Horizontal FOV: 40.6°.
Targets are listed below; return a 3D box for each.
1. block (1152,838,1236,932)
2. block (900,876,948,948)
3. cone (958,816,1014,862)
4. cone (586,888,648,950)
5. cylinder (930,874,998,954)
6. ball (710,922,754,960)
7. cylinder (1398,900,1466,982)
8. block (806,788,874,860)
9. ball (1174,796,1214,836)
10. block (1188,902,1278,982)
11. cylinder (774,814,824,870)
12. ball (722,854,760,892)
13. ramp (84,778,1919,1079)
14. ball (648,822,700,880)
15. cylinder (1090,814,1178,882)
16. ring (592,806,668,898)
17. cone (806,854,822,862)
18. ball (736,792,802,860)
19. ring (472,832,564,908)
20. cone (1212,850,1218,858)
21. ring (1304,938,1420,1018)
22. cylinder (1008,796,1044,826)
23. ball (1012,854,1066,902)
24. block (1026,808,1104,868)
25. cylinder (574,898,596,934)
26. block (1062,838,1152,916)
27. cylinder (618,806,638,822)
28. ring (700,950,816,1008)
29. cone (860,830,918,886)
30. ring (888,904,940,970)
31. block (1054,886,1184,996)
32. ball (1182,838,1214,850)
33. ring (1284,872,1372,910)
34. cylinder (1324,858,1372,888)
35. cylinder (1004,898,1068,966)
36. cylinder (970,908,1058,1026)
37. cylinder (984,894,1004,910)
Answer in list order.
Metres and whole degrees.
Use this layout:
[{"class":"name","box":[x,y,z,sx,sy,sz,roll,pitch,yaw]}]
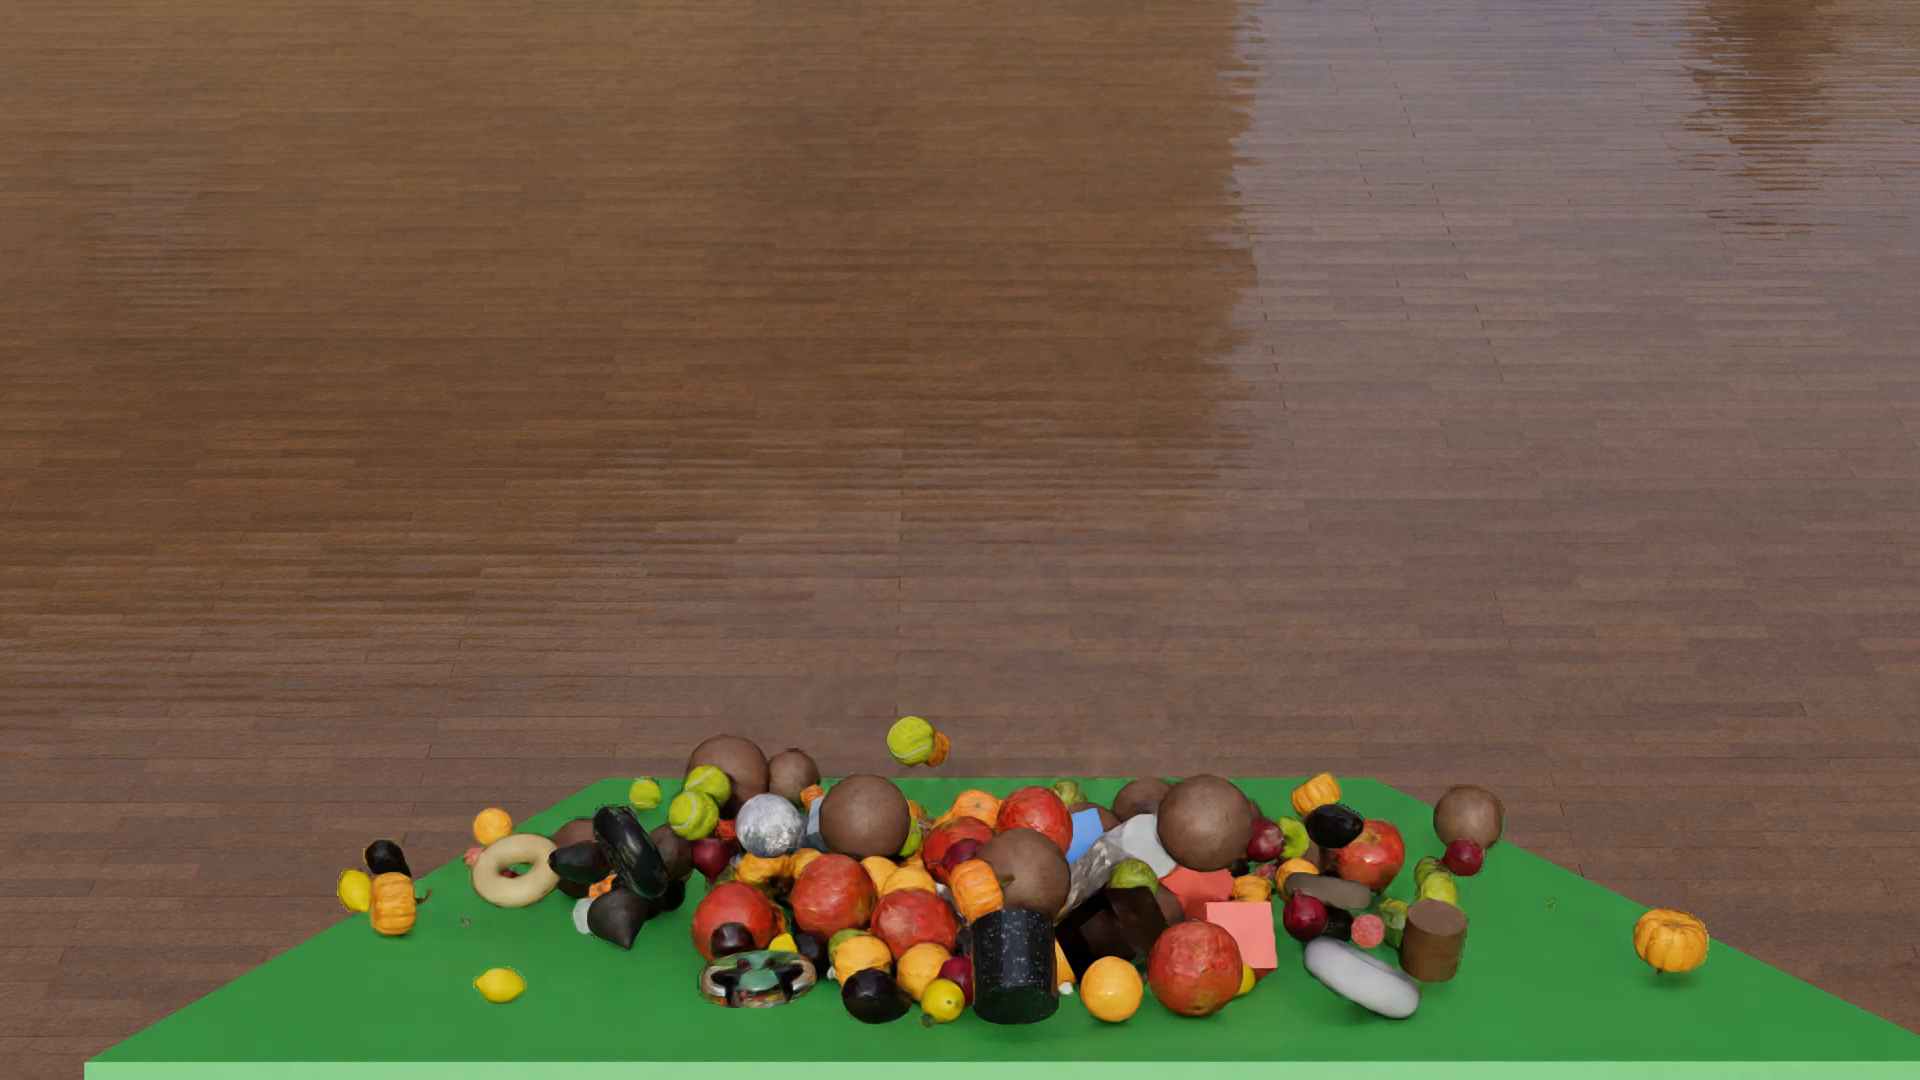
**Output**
[{"class":"block","box":[0.324,0.483,3.635,0.080,0.080,0.080,-37,7,24]},{"class":"block","box":[-0.041,0.509,3.556,0.060,0.060,0.060,18,55,15]},{"class":"cone","box":[0.062,0.564,4.716,0.093,0.093,0.093,28,29,-16]},{"class":"cone","box":[-0.471,0.548,3.622,0.086,0.086,0.086,-10,29,-15]},{"class":"cylinder","box":[0.001,0.499,3.460,0.076,0.076,0.076,44,44,5]},{"class":"ball","box":[-0.293,0.519,3.324,0.058,0.058,0.058,0,33,0]},{"class":"cylinder","box":[0.583,0.494,3.199,0.073,0.073,0.073,4,29,-2]},{"class":"block","box":[-0.203,0.482,4.398,0.077,0.077,0.077,-21,38,25]},{"class":"ball","box":[0.467,0.554,5.189,0.079,0.079,0.079,0,33,0]},{"class":"block","box":[0.343,0.507,3.268,0.085,0.085,0.085,0,70,-12]},{"class":"cylinder","box":[-0.283,0.527,4.537,0.076,0.076,0.076,-21,38,-37]},{"class":"ball","box":[-0.361,0.547,4.265,0.063,0.063,0.063,0,33,0]},{"class":"ramp","box":[0.073,0.636,4.743,2.000,0.100,4.000,0,-1,0]},{"class":"ball","box":[-0.436,0.470,3.918,0.086,0.086,0.086,0,33,0]},{"class":"cylinder","box":[0.241,0.440,3.613,0.092,0.092,0.092,13,61,-25]},{"class":"ring","box":[-0.434,0.411,3.411,0.046,0.139,0.139,-34,44,-20]},{"class":"cone","box":[-0.289,0.531,4.683,0.078,0.078,0.078,-3,59,-5]},{"class":"ball","box":[-0.259,0.386,3.504,0.089,0.089,0.089,0,33,0]},{"class":"ring","box":[-0.643,0.480,3.767,0.134,0.045,0.134,-4,39,3]},{"class":"cone","box":[0.409,0.564,4.356,0.069,0.069,0.069,-4,26,-7]},{"class":"ring","box":[0.470,0.512,3.035,0.146,0.049,0.146,27,1,-1]},{"class":"cylinder","box":[0.122,0.508,4.851,0.052,0.052,0.052,-14,-8,-21]},{"class":"ball","box":[0.119,0.497,3.742,0.086,0.086,0.086,0,33,0]},{"class":"block","box":[0.166,0.468,3.917,0.091,0.091,0.091,-15,77,-18]},{"class":"cylinder","box":[-0.525,0.544,3.757,0.051,0.051,0.051,0,27,-38]},{"class":"block","box":[0.199,0.473,3.490,0.084,0.084,0.084,33,31,-22]},{"class":"cylinder","box":[-0.534,0.458,4.093,0.054,0.054,0.054,-4,42,4]},{"class":"ring","box":[-0.245,0.532,3.142,0.143,0.048,0.143,-4,4,0]},{"class":"cone","box":[-0.118,0.557,4.369,0.099,0.099,0.099,-2,25,-3]},{"class":"ring","box":[-0.060,0.522,3.404,0.031,0.093,0.093,32,25,-22]},{"class":"block","box":[0.192,0.490,3.171,0.094,0.094,0.094,7,48,-49]},{"class":"ball","box":[0.404,0.536,4.415,0.060,0.060,0.060,0,33,0]},{"class":"ring","box":[0.503,0.481,3.550,0.121,0.040,0.121,9,-6,1]},{"class":"cylinder","box":[0.625,0.545,4.185,0.060,0.060,0.060,-7,-3,-11]},{"class":"cylinder","box":[0.102,0.518,3.414,0.083,0.083,0.083,-4,-4,0]},{"class":"cylinder","box":[0.061,0.485,2.941,0.097,0.097,0.097,-1,54,-2]},{"class":"cylinder","box":[0.029,0.534,3.678,0.059,0.059,0.059,-21,1,-29]}]
